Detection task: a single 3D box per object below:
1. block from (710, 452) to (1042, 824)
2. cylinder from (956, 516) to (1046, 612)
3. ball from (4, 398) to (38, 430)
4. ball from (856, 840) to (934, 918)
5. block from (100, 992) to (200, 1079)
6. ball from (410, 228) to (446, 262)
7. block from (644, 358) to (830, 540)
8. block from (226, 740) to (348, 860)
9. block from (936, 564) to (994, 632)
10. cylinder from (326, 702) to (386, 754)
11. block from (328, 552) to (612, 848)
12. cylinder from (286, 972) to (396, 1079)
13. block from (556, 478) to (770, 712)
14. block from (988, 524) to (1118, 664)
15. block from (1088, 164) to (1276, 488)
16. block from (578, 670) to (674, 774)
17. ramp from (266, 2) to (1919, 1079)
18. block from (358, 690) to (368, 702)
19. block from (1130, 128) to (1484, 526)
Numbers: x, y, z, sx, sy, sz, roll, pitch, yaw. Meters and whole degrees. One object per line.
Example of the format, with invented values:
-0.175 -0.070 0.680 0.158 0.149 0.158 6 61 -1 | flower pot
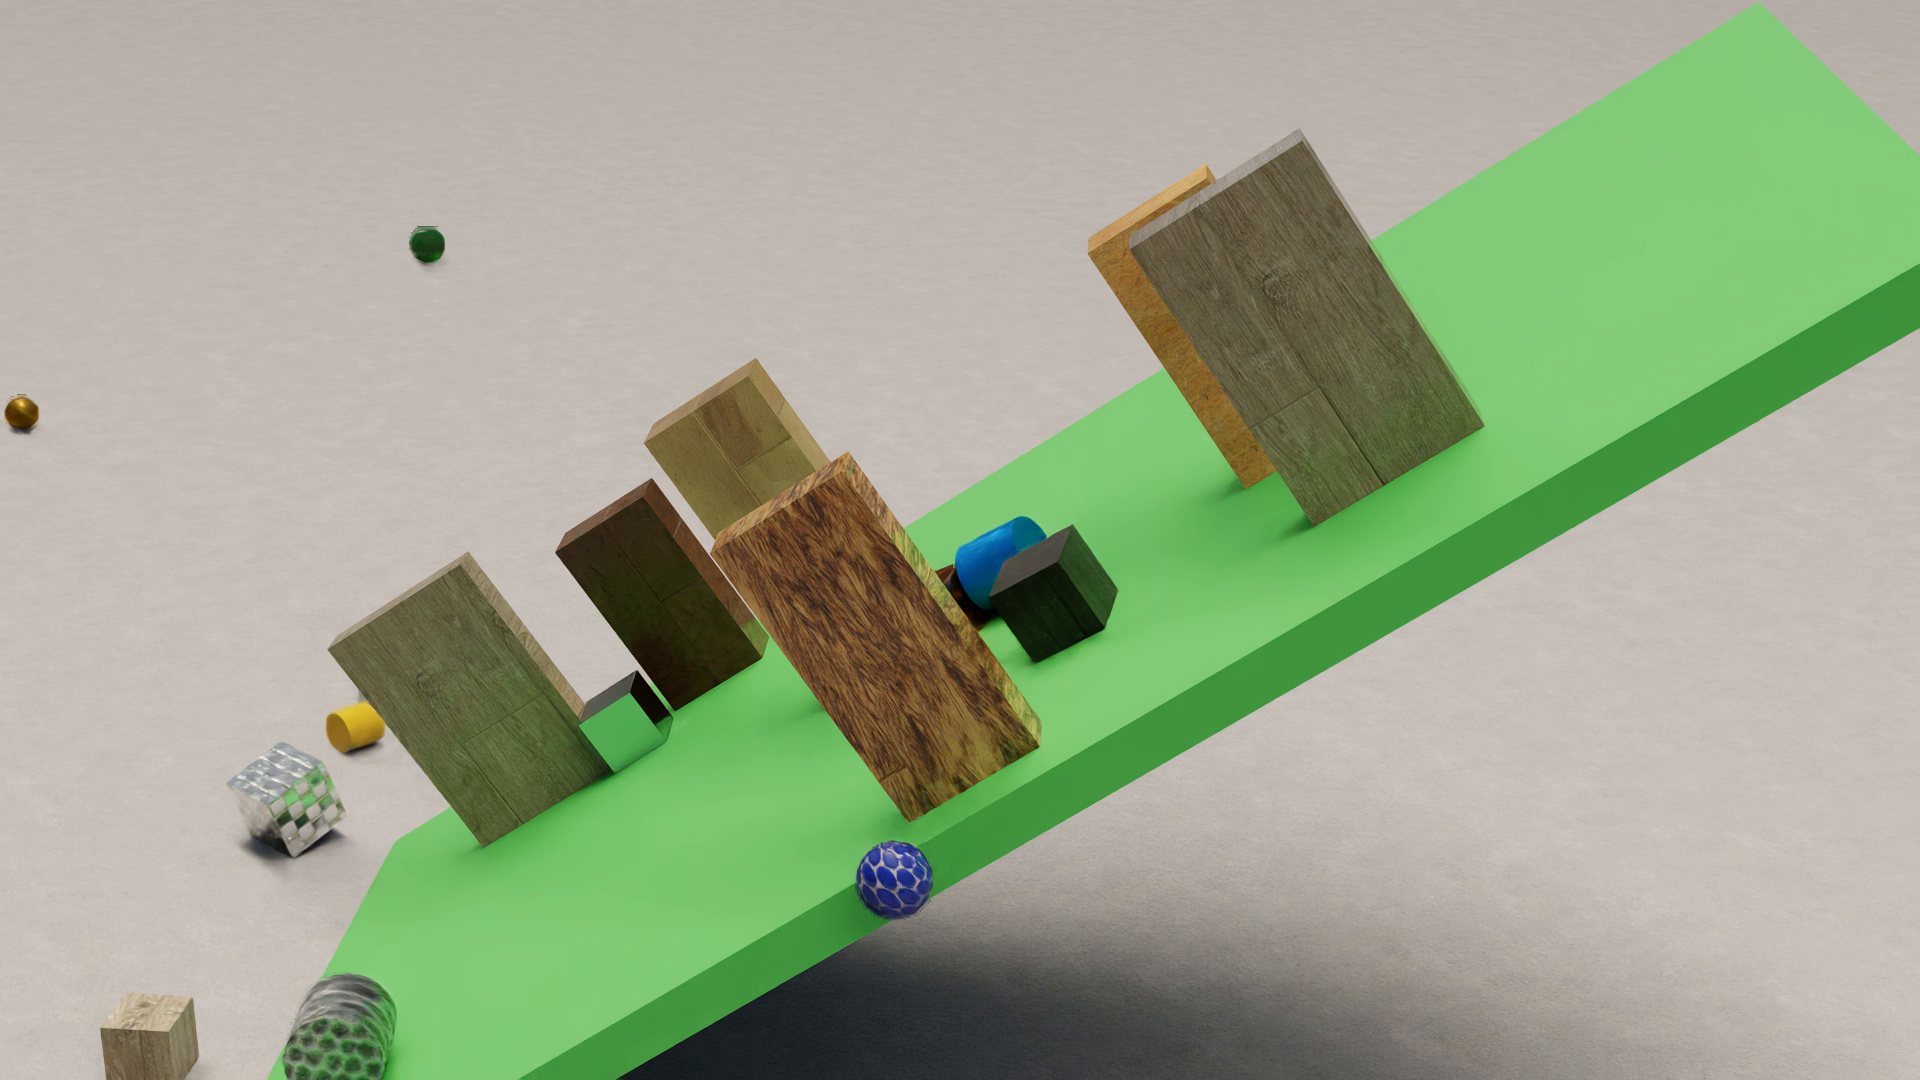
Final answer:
-0.150 0.185 5.450 0.295 0.643 0.109 -31 16 14 | block
0.098 0.050 6.263 0.155 0.155 0.155 -27 8 28 | cylinder
-3.550 -0.480 11.132 0.123 0.123 0.123 0 21 0 | ball
-0.118 0.615 5.325 0.140 0.140 0.140 0 21 0 | ball
-1.860 1.154 6.756 0.160 0.160 0.160 2 21 6 | block
-2.416 -1.340 13.355 0.159 0.159 0.159 0 21 0 | ball
-0.353 -0.015 6.349 0.274 0.717 0.131 -31 16 14 | block
-1.798 0.693 7.857 0.193 0.193 0.193 18 46 40 | block
-0.031 0.148 6.293 0.130 0.130 0.130 -22 20 40 | block
-1.736 0.537 8.446 0.120 0.120 0.120 18 27 40 | cylinder
-1.160 0.387 7.049 0.403 0.620 0.085 -31 16 14 | block
-1.290 1.041 6.133 0.205 0.205 0.205 -2 21 -4 | cylinder
-0.717 0.133 7.114 0.263 0.492 0.133 -31 16 14 | block
0.188 0.108 5.870 0.169 0.169 0.169 -28 17 24 | block
0.537 -0.428 5.931 0.280 0.591 0.121 -31 16 14 | block
-0.797 0.434 7.031 0.151 0.151 0.151 -32 15 11 | block
0.138 0.172 6.299 4.000 0.100 2.000 -31 16 14 | ramp
-1.697 0.406 8.761 0.142 0.142 0.142 5 21 13 | block
0.646 -0.390 5.479 0.371 0.645 0.103 -31 16 14 | block
